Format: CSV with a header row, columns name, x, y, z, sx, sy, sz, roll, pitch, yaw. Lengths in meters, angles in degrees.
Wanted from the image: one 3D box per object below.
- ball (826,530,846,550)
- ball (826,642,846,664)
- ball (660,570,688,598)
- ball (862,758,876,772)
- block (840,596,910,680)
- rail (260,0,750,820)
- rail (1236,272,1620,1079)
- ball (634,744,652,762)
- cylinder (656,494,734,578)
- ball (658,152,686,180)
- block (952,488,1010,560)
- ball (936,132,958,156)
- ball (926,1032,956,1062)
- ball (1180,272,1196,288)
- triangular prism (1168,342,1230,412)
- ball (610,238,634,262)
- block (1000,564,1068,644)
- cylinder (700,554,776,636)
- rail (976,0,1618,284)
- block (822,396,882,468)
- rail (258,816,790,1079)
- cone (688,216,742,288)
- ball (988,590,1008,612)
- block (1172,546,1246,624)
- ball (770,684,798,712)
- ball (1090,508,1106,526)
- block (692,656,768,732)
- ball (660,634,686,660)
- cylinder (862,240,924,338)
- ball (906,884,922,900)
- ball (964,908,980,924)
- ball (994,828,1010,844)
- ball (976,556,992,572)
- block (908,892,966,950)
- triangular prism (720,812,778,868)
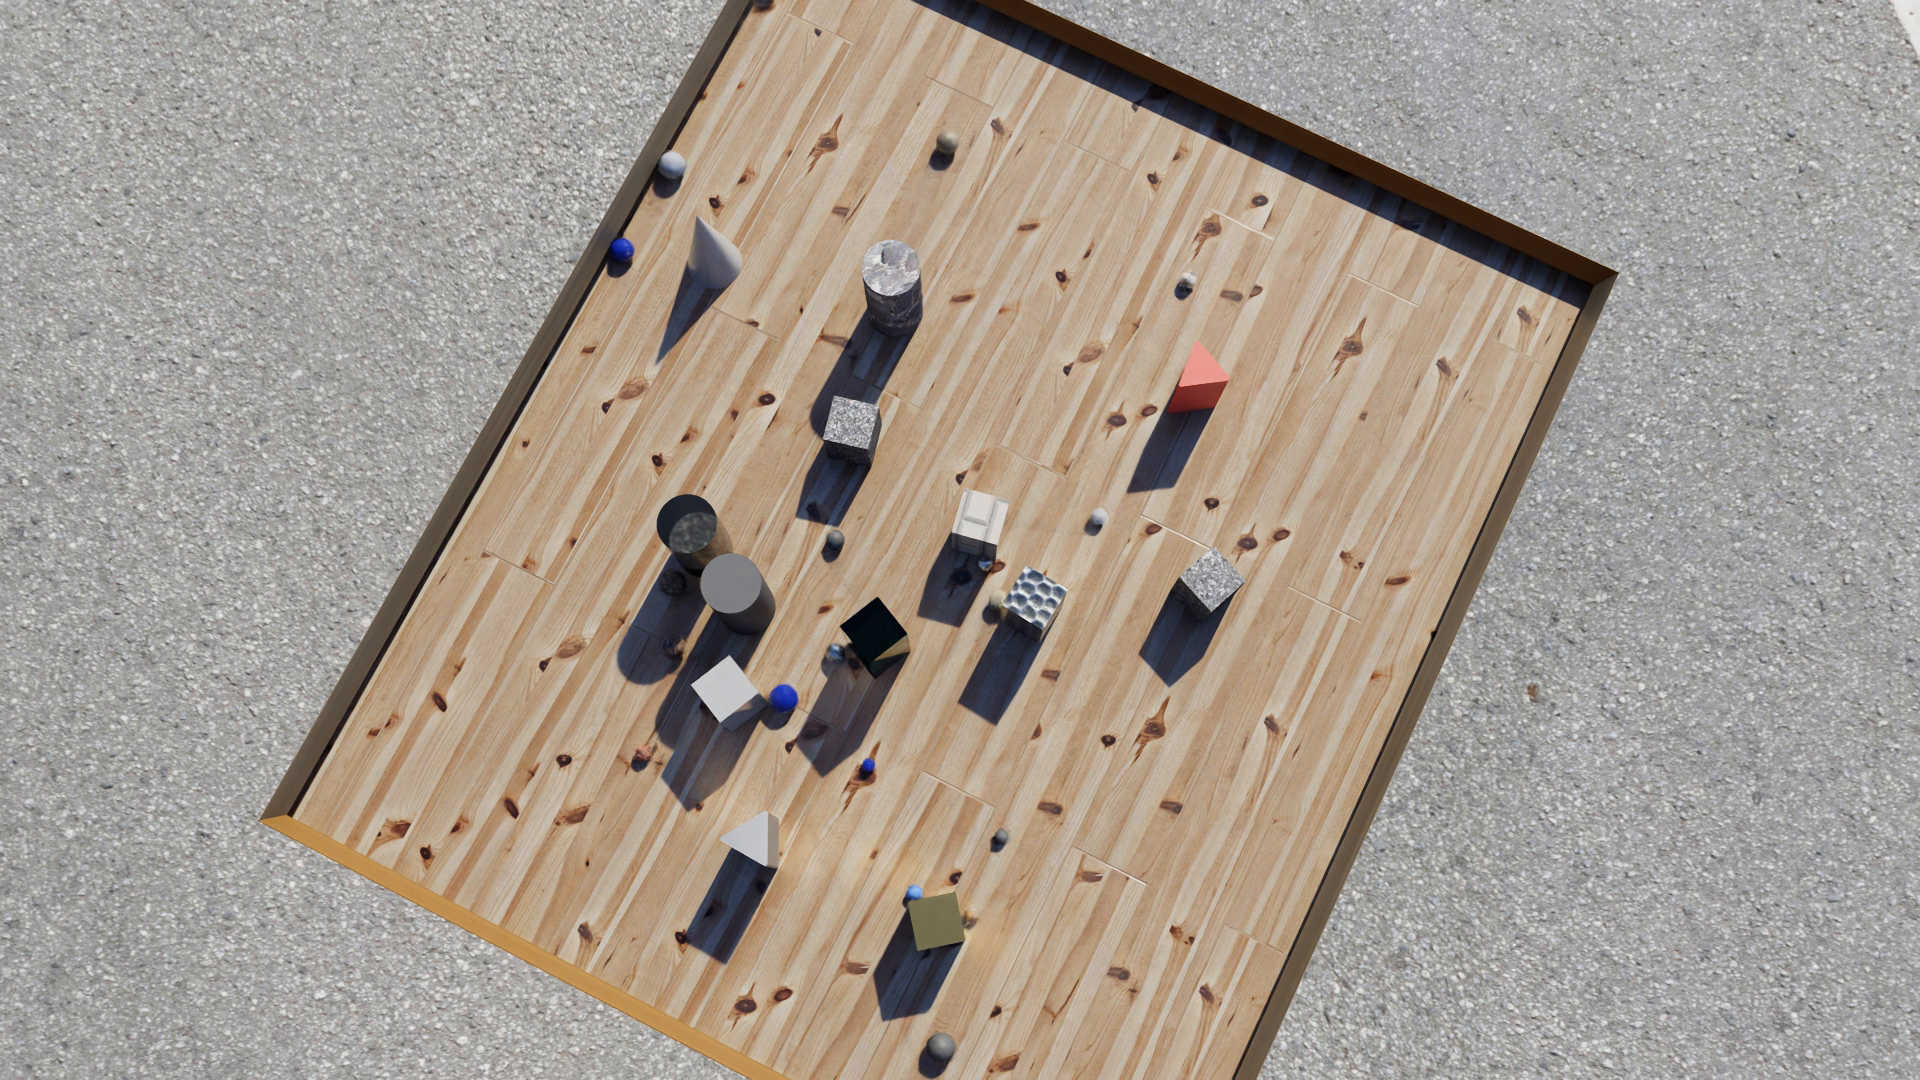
name,x,y,z,sx,sy,sz,roll,pitch,yaw
ball,-0.380,0.001,5.586,0.058,0.058,0.058,0,78,0
ball,-0.374,0.340,5.514,0.061,0.061,0.061,0,78,0
ball,-0.868,0.132,5.547,0.082,0.082,0.082,0,78,0
ball,-0.272,0.670,5.457,0.040,0.040,0.040,0,78,0
block,-0.246,0.291,5.381,0.138,0.344,0.138,-38,81,-7
rail,-1.277,-0.619,5.686,0.045,0.112,3.330,26,80,5
rail,1.277,0.631,5.427,0.045,0.112,3.330,26,80,5
ball,-0.944,0.634,5.459,0.052,0.052,0.052,0,78,0
cylinder,-0.781,-0.008,5.423,0.173,0.382,0.173,0,78,0
ball,-0.913,-1.189,5.818,0.085,0.085,0.085,0,78,0
block,0.061,-0.045,5.502,0.138,0.242,0.138,16,79,3
ball,-0.041,-1.264,5.839,0.074,0.074,0.074,0,78,0
ball,-0.054,1.459,5.271,0.085,0.085,0.085,0,78,0
ball,0.716,-0.817,5.758,0.052,0.052,0.052,0,78,0
triangular prism,0.713,-0.498,5.568,0.150,0.295,0.130,-8,78,-2
ball,-1.061,-0.913,5.766,0.076,0.076,0.076,0,78,0
block,0.216,0.194,5.429,0.138,0.288,0.138,31,80,6
cylinder,-0.647,0.163,5.374,0.173,0.407,0.173,0,78,0
rail,0.734,-1.432,5.853,2.903,0.112,0.045,26,80,5
block,-0.325,-0.328,5.571,0.138,0.221,0.138,13,79,3
rail,-0.734,1.444,5.260,2.903,0.112,0.045,26,80,5
cone,-0.776,-0.918,5.600,0.173,0.404,0.173,0,78,0
ball,0.117,0.185,5.546,0.063,0.063,0.063,0,78,0
block,0.739,0.137,5.472,0.138,0.227,0.138,-41,81,-8
ball,-0.527,0.472,5.474,0.087,0.087,0.087,0,78,0
ball,0.423,-0.070,5.604,0.051,0.051,0.051,0,78,0
block,-0.673,0.454,5.381,0.138,0.277,0.138,-38,81,-7
ball,-0.863,0.321,5.512,0.075,0.075,0.075,0,78,0
cylinder,-0.203,-0.759,5.570,0.173,0.397,0.173,0,78,0
ball,-0.132,1.036,5.378,0.047,0.047,0.047,0,78,0
ball,0.035,1.098,5.366,0.046,0.046,0.046,0,78,0
ball,0.123,0.876,5.412,0.045,0.045,0.045,0,78,0
ball,0.073,0.073,5.576,0.048,0.048,0.048,0,78,0
block,-0.066,1.096,5.268,0.138,0.238,0.138,-11,79,-2
triangular prism,-0.573,0.847,5.278,0.150,0.320,0.130,29,80,6
